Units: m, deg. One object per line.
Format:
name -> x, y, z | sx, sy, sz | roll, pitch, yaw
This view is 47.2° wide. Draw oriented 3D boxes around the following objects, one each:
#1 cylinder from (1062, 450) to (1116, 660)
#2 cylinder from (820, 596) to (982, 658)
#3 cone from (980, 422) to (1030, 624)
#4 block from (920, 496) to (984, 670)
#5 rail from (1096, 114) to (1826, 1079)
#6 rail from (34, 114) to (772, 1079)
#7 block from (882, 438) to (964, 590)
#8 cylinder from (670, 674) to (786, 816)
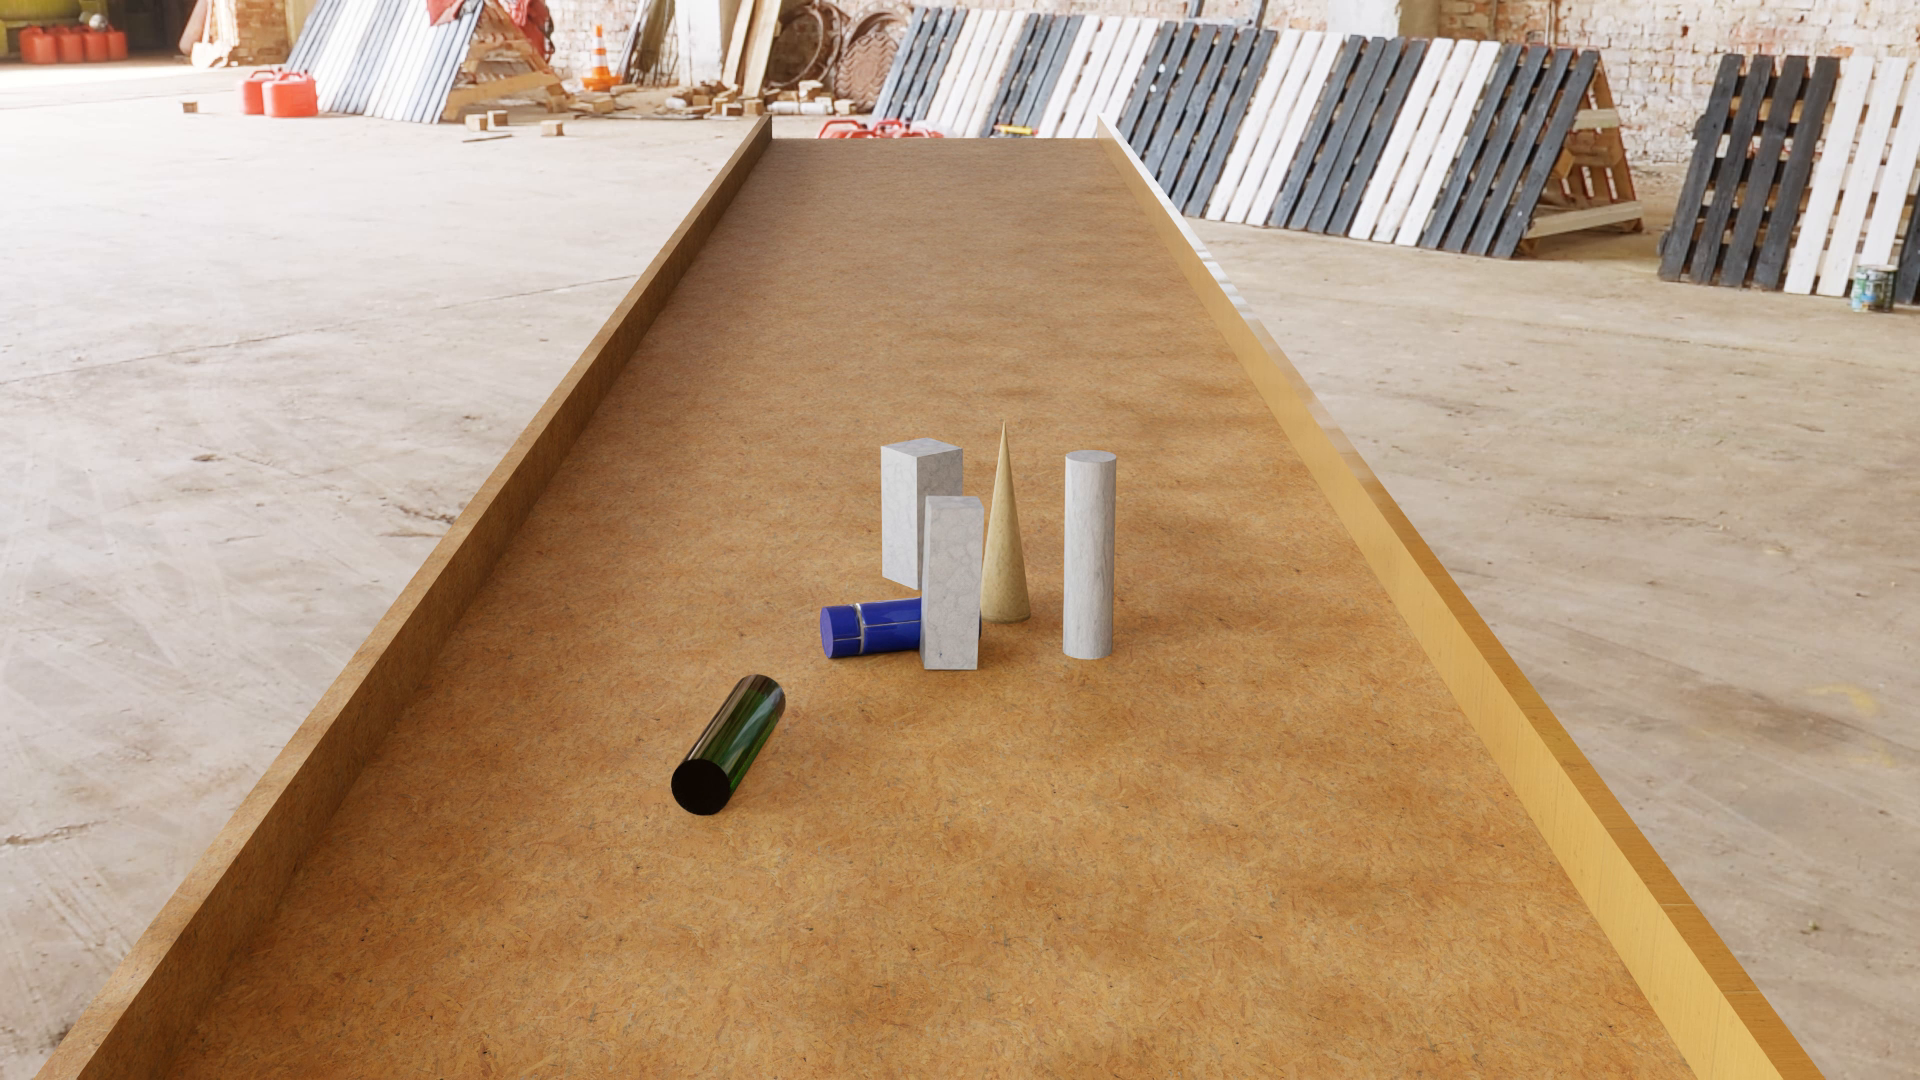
cylinder -> 0.259, 0.030, 4.411 | 0.101, 0.408, 0.101 | 0, 17, 0
cylinder -> -0.120, 0.172, 4.468 | 0.313, 0.103, 0.103 | -5, 17, -17
cone -> 0.092, -0.047, 4.625 | 0.118, 0.433, 0.118 | 0, 17, 0
block -> -0.017, 0.084, 4.356 | 0.104, 0.327, 0.104 | 1, 15, -7
rail -> 0.932, -0.844, 7.801 | 0.050, 0.150, 12.000 | 0, 17, -1
rail -> -1.118, -0.838, 7.780 | 0.050, 0.150, 12.000 | 0, 17, -1
block -> -0.084, -0.060, 4.897 | 0.129, 0.303, 0.129 | -13, 21, -37
cylinder -> -0.401, 0.354, 3.857 | 0.103, 0.103, 0.412 | 2, 17, 8
